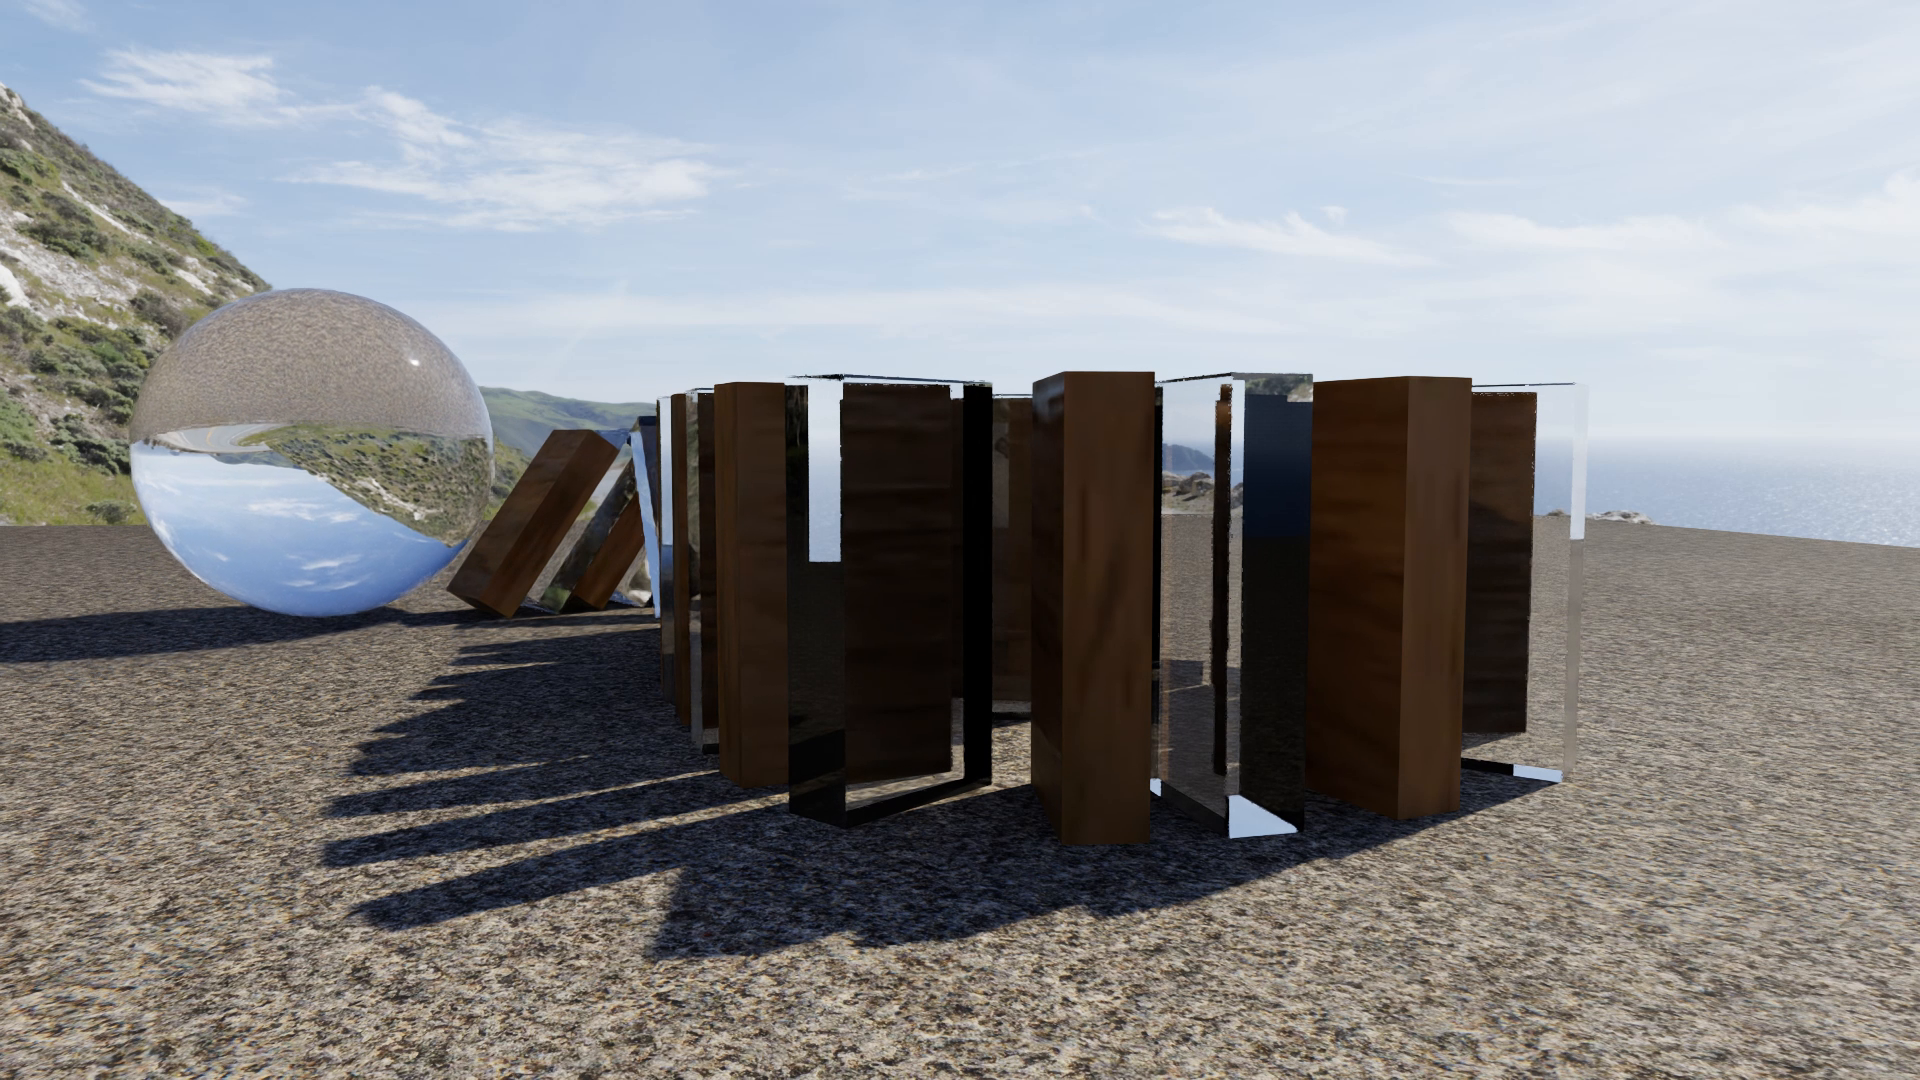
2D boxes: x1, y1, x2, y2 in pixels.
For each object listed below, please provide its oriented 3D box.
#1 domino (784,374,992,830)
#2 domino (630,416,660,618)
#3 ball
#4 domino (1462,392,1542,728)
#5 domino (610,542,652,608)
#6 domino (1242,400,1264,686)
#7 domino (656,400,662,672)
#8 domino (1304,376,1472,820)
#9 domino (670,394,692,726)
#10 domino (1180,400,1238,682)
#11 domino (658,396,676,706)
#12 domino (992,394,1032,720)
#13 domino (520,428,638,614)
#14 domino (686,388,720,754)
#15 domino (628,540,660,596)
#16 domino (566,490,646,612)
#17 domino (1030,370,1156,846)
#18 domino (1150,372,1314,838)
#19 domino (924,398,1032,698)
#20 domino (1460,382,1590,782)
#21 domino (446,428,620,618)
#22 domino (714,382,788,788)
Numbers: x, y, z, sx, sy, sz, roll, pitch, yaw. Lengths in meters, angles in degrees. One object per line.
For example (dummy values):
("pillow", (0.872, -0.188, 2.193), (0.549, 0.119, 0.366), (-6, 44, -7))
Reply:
("domino", (-0.008, 0.006, 0.152), (0.009, 0.050, 0.025), (4, 6, 42))
("domino", (-0.066, -0.006, 0.323), (0.025, 0.050, 0.009), (-2, -19, -29))
("ball", (-0.157, -0.021, 0.315), (0.080, 0.080, 0.080), (0, 4, 0))
("domino", (0.073, 0.003, 0.195), (0.025, 0.050, 0.010), (0, 4, -3))
("domino", (-0.082, -0.007, 0.349), (0.009, 0.050, 0.025), (40, -21, -33))
("domino", (0.064, 0.000, 0.229), (0.025, 0.050, 0.009), (-3, 5, -30))
("domino", (-0.043, 0.000, 0.229), (0.009, 0.050, 0.025), (1, 4, 15))
("domino", (0.048, 0.006, 0.157), (0.010, 0.050, 0.025), (-2, 5, -25))
("domino", (-0.032, 0.002, 0.201), (0.025, 0.050, 0.010), (-1, 5, -19))
("domino", (0.047, 0.000, 0.240), (0.009, 0.050, 0.025), (1, 4, 11))
("domino", (-0.036, 0.001, 0.214), (0.025, 0.050, 0.009), (-3, 5, -34))
("domino", (0.000, 0.002, 0.201), (0.025, 0.050, 0.009), (0, 4, 0))
("domino", (-0.100, -0.006, 0.334), (0.010, 0.050, 0.025), (40, -21, -33))
("domino", (-0.025, 0.004, 0.183), (0.025, 0.050, 0.009), (-2, 5, -21))
("domino", (-0.067, -0.003, 0.359), (0.050, 0.010, 0.025), (-43, 29, -26))
("domino", (-0.091, -0.006, 0.341), (0.010, 0.050, 0.025), (40, -21, -33))
("domino", (0.015, 0.007, 0.147), (0.009, 0.050, 0.025), (0, 4, -4))
("domino", (0.030, 0.006, 0.150), (0.010, 0.050, 0.025), (-1, 4, -15))
("domino", (0.001, 0.001, 0.220), (0.025, 0.050, 0.009), (1, 4, 11))
("domino", (0.068, 0.005, 0.171), (0.025, 0.050, 0.010), (3, 5, 35))
("domino", (-0.109, -0.005, 0.326), (0.010, 0.050, 0.025), (40, -21, -33))
("domino", (-0.018, 0.005, 0.167), (0.025, 0.050, 0.010), (-2, 5, -28))
